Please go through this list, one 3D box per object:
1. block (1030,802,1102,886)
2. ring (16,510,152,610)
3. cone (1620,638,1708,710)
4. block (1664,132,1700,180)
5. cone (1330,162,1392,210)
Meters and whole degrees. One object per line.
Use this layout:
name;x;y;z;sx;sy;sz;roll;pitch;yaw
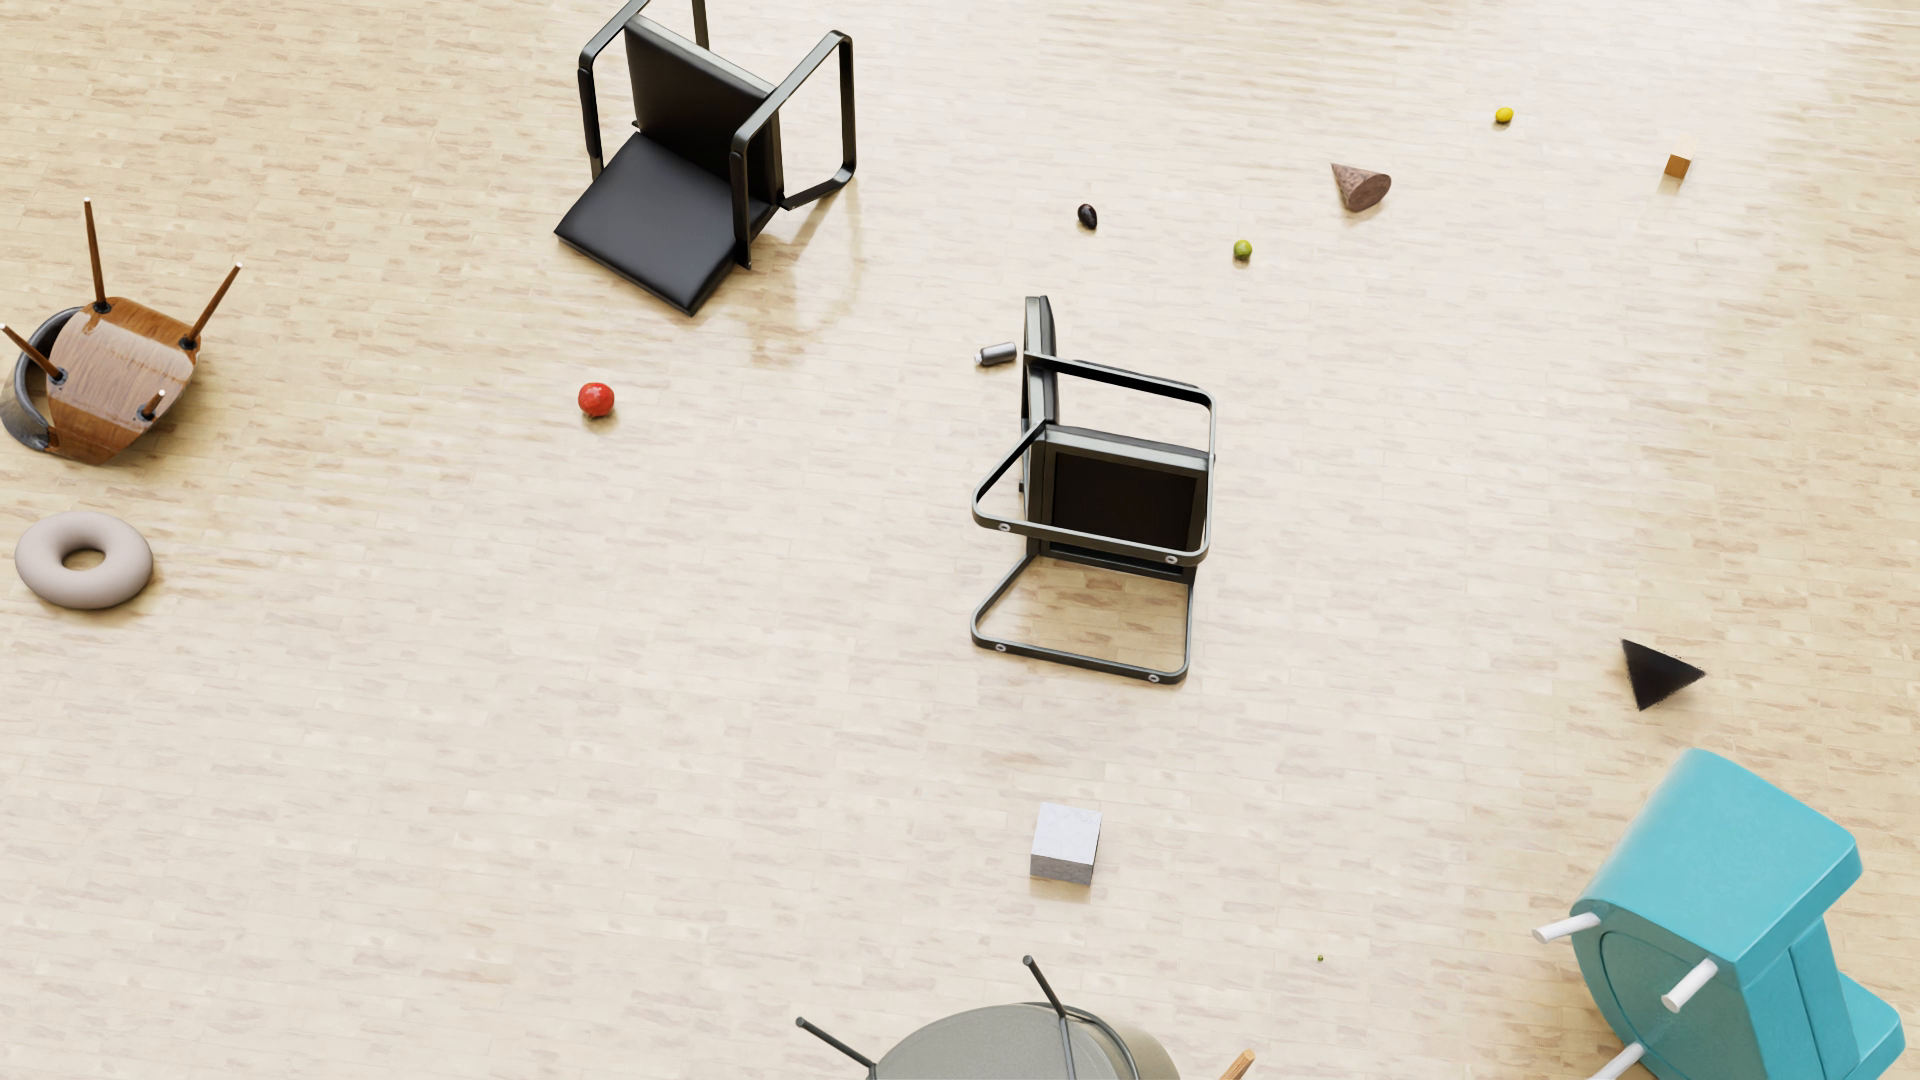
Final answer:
block;0.286;0.821;5.945;0.167;0.130;0.159;10;57;6
ring;-2.575;0.058;6.464;0.419;0.122;0.314;15;57;11
cone;1.965;0.410;6.246;0.262;0.197;0.172;24;90;34
block;2.424;-1.290;7.383;0.069;0.094;0.111;23;59;14
cone;1.305;-1.213;7.353;0.176;0.119;0.224;-30;46;-11
